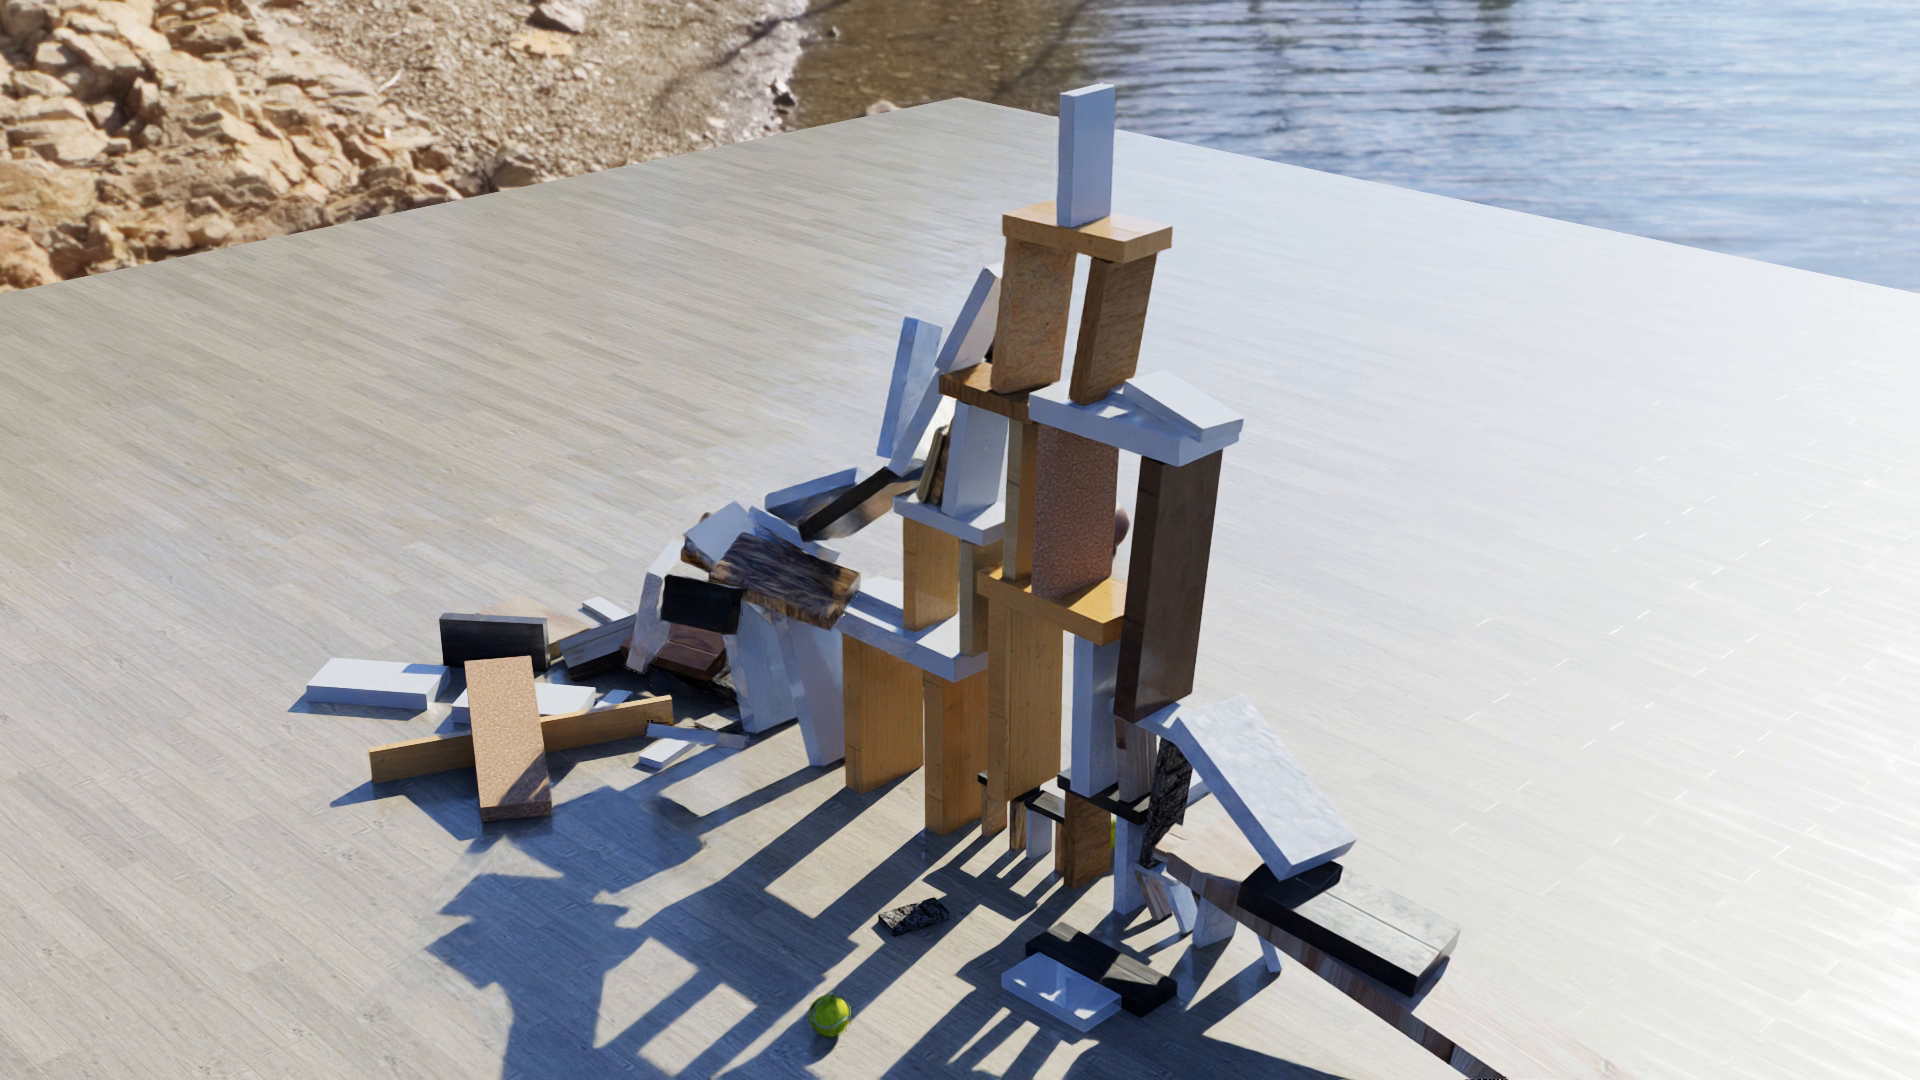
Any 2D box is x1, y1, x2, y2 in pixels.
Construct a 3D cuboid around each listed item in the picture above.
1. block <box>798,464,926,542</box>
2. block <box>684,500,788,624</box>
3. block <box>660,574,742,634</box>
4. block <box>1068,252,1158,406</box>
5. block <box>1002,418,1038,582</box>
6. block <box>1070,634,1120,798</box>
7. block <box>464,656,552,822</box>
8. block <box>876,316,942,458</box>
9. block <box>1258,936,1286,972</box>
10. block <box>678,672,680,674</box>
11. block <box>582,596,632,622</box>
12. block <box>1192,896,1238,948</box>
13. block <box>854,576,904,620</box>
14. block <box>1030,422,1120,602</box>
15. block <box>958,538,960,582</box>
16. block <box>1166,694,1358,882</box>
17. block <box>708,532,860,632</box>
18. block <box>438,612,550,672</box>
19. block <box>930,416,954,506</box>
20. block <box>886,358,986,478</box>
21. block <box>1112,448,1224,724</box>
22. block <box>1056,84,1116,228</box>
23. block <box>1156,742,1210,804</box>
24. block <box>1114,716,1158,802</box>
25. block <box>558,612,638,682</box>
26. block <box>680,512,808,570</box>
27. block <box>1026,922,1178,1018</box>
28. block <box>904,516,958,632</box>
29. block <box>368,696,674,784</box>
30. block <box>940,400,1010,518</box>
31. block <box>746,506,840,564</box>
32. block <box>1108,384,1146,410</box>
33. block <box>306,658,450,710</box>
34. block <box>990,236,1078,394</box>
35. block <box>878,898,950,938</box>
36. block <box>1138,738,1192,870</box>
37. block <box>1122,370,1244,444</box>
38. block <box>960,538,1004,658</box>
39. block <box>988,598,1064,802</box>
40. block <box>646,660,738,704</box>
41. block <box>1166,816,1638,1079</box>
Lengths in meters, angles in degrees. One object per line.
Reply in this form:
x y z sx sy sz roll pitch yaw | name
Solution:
-0.184 -0.074 4.358 0.125 0.035 0.302 -7 -17 -43 | block
-0.425 0.044 4.514 0.135 0.038 0.288 -34 57 -26 | block
-0.515 0.128 4.371 0.185 0.093 0.026 10 3 36 | block
0.263 -0.372 3.786 0.038 0.266 0.133 31 36 33 | block
0.137 -0.088 4.034 0.119 0.318 0.034 -21 34 -41 | block
0.275 0.299 4.052 0.045 0.319 0.159 20 30 38 | block
-0.946 0.408 4.590 0.140 0.040 0.448 -4 39 -15 | block
-0.098 -0.289 4.272 0.032 0.274 0.112 12 1 24 | block
0.548 0.681 3.944 0.024 0.167 0.083 -13 18 19 | block
-0.592 0.271 4.954 0.097 0.014 0.049 -14 39 -5 | block
-0.737 0.226 5.211 0.050 0.014 0.506 -19 29 -37 | block
0.472 0.660 3.990 0.083 0.167 0.024 -14 38 -29 | block
-0.137 0.116 4.425 0.080 0.023 0.159 -21 31 -40 | block
0.210 -0.071 3.971 0.167 0.335 0.047 -21 33 -40 | block
-0.023 0.062 4.399 0.017 0.061 0.122 23 72 49 | block
0.525 0.428 3.836 0.167 0.047 0.335 -13 55 -38 | block
-0.352 0.081 4.423 0.271 0.038 0.135 19 49 17 | block
-1.068 0.235 5.051 0.244 0.122 0.035 3 23 6 | block
-0.001 -0.158 4.155 0.080 0.196 0.023 -21 50 -41 | block
-0.045 -0.241 4.191 0.035 0.249 0.125 37 31 13 | block
0.365 0.069 3.868 0.047 0.507 0.167 26 34 37 | block
0.213 -0.649 3.712 0.032 0.223 0.112 20 30 36 | block
0.411 0.475 4.597 0.244 0.035 0.122 19 30 38 | block
0.325 0.389 4.034 0.084 0.167 0.024 -21 25 -40 | block
-0.782 0.234 5.073 0.269 0.038 0.135 -20 30 -11 | block
-0.448 0.025 4.579 0.236 0.033 0.118 16 51 14 | block
0.250 0.765 3.923 0.273 0.028 0.098 21 31 40 | block
-0.057 0.050 4.304 0.034 0.238 0.119 21 31 39 | block
-0.925 0.421 4.672 0.643 0.074 0.021 -9 25 -20 | block
0.032 -0.166 4.114 0.119 0.238 0.034 -22 41 -41 | block
-0.342 -0.011 4.509 0.185 0.026 0.093 29 2 25 | block
0.321 -0.246 3.813 0.119 0.017 0.059 20 30 38 | block
-1.308 0.323 4.949 0.281 0.040 0.140 3 23 8 | block
0.132 -0.411 3.918 0.133 0.297 0.038 -16 37 -33 | block
-0.086 0.701 4.088 0.119 0.017 0.059 -12 26 -27 | block
0.382 0.468 4.017 0.084 0.287 0.024 -21 39 -41 | block
0.378 -0.227 3.731 0.098 0.028 0.195 -16 38 -36 | block
0.052 0.094 4.200 0.034 0.238 0.119 20 30 39 | block
0.126 0.286 4.214 0.159 0.419 0.045 -21 31 -40 | block
-0.558 0.283 4.983 0.427 0.038 0.135 17 39 41 | block
0.819 0.781 3.604 0.167 0.047 1.123 -23 42 -40 | block
